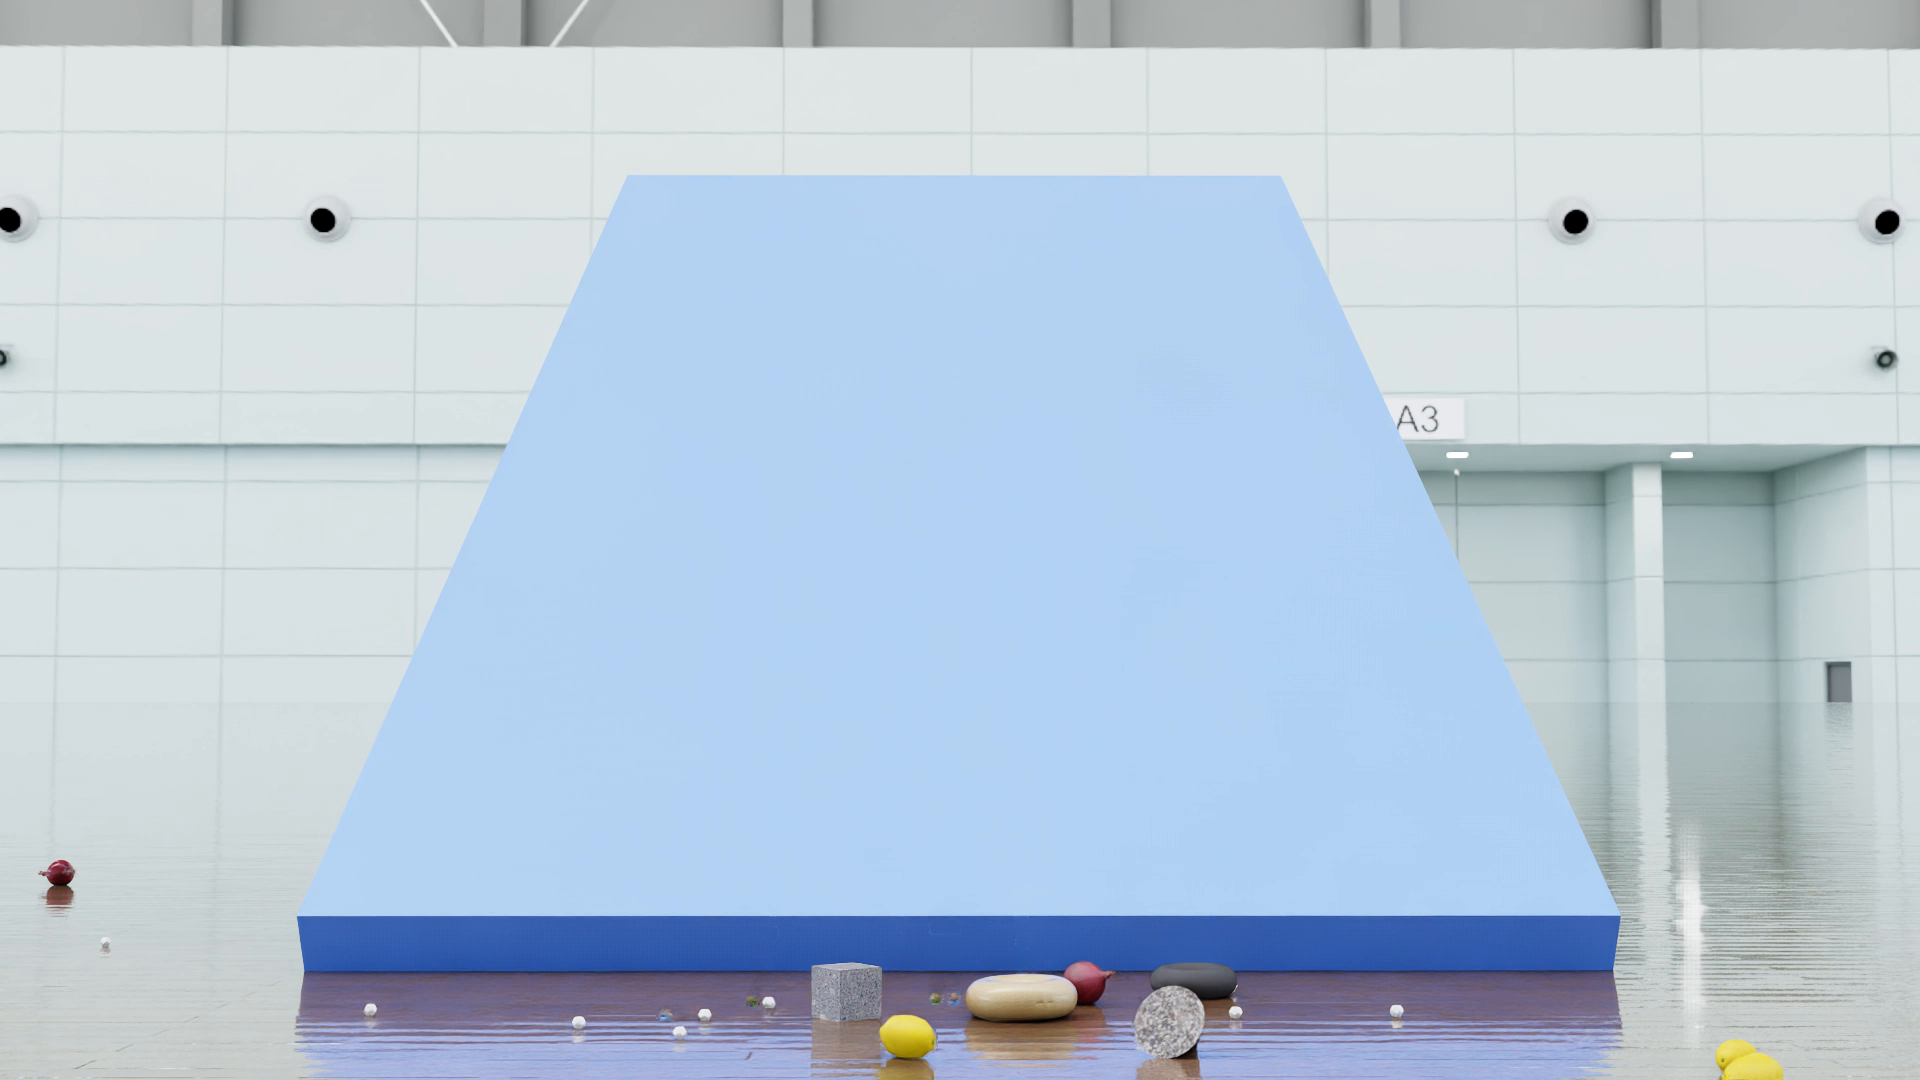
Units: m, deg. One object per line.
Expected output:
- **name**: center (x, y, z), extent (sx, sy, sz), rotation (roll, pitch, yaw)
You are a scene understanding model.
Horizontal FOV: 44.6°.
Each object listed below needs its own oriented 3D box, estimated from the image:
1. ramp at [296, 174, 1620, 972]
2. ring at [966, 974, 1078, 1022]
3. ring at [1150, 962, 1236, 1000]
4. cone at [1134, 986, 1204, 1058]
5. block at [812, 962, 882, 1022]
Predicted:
- **ramp**: center (-0.009, -0.229, 5.369), extent (2.000, 0.100, 4.000), rotation (0, 25, 0)
- **ring**: center (0.080, 0.600, 3.069), extent (0.148, 0.049, 0.148), rotation (-1, -4, 0)
- **ring**: center (0.328, 0.619, 3.284), extent (0.122, 0.041, 0.122), rotation (-1, -3, 0)
- **cone**: center (0.264, 0.584, 2.765), extent (0.088, 0.088, 0.088), rotation (-2, -31, 29)
- **block**: center (-0.148, 0.591, 3.060), extent (0.066, 0.066, 0.066), rotation (3, -5, -37)
